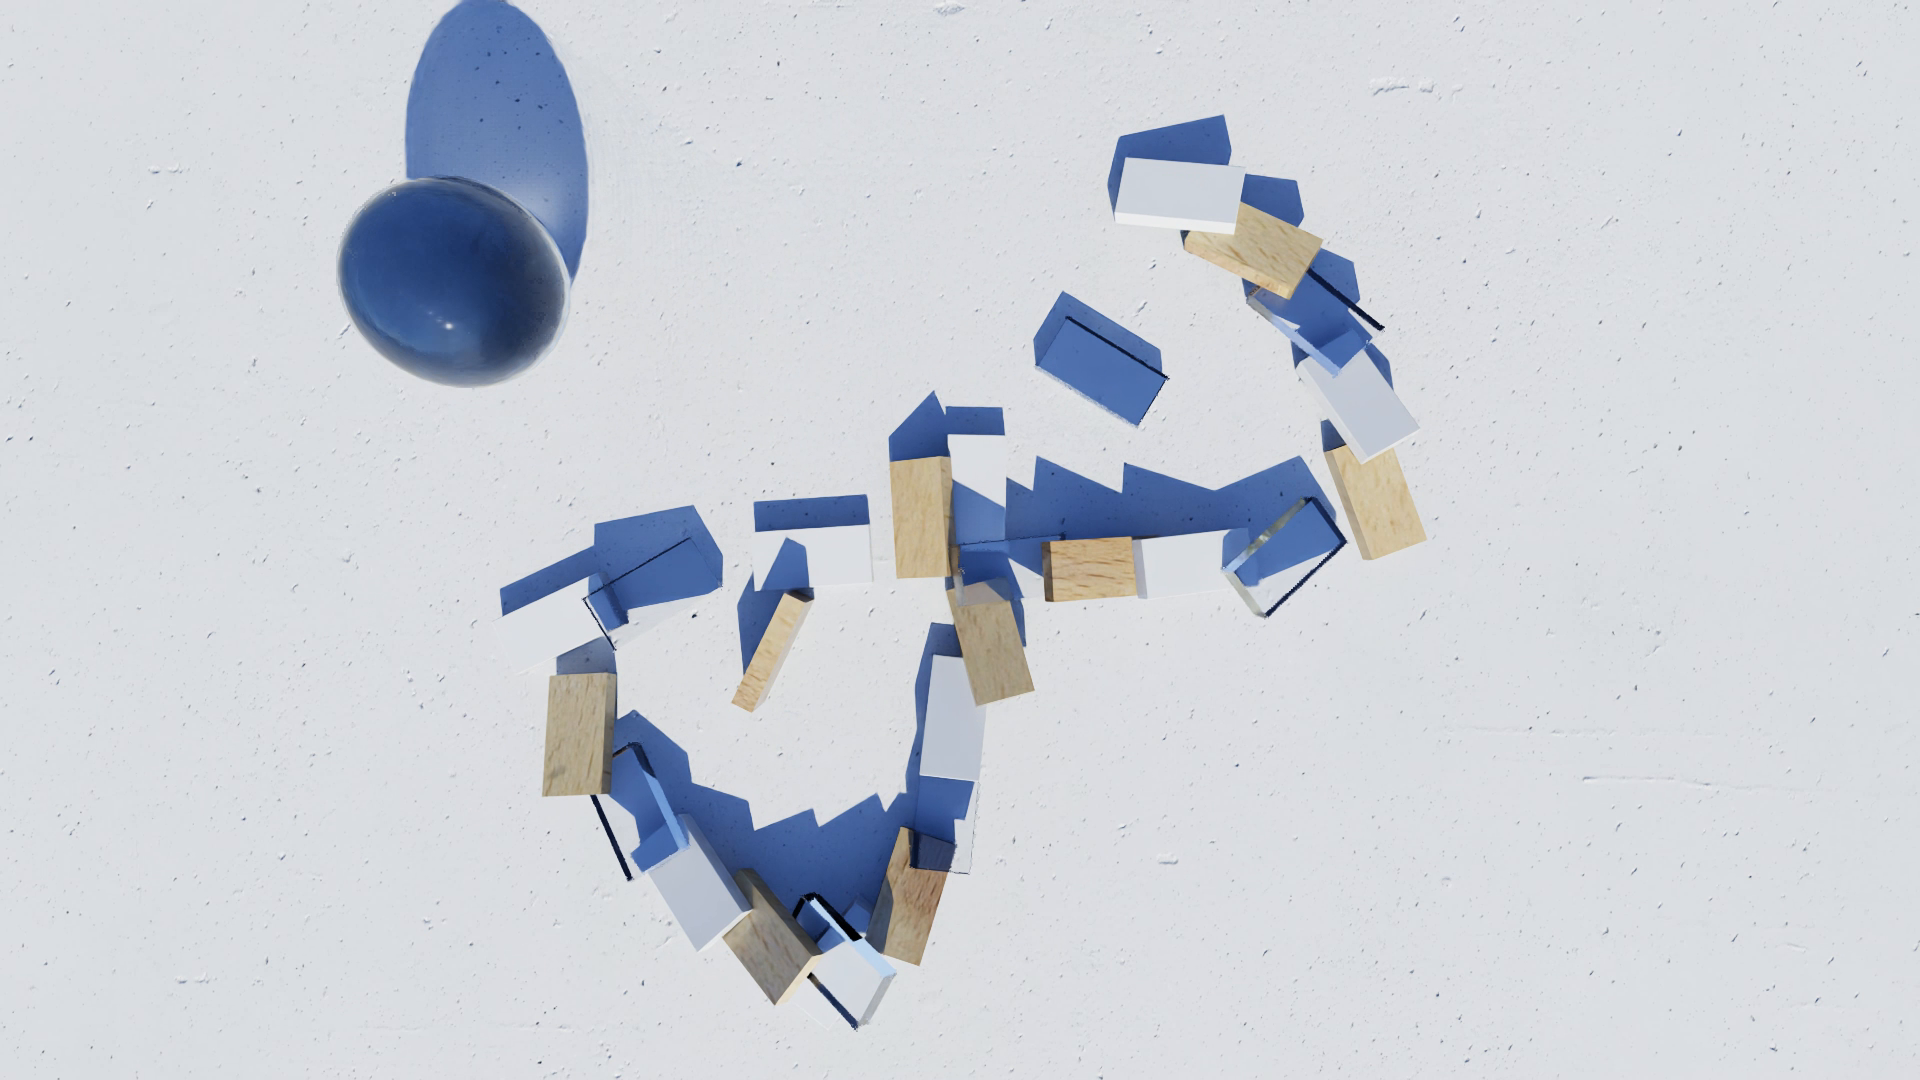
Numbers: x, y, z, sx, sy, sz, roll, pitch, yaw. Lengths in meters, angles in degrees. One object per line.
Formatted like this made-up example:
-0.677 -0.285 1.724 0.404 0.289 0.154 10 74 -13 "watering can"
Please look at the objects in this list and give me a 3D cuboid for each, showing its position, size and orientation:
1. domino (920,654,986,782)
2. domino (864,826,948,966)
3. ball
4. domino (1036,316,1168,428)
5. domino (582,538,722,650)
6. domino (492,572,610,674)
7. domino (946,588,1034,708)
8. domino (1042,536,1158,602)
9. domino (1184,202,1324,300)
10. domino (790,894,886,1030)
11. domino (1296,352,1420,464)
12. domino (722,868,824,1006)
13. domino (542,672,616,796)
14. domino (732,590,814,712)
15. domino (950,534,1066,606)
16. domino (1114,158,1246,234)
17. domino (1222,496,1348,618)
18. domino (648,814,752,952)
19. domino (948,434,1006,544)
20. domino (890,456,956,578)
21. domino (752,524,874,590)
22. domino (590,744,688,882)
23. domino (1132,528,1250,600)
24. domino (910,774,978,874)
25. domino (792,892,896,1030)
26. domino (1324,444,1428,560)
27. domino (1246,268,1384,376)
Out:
-0.002 0.075 0.389 0.025 0.009 0.050 7 76 0 "domino"
-0.021 0.150 0.389 0.025 0.009 0.050 18 75 1 "domino"
-0.196 -0.100 0.360 0.080 0.080 0.080 0 90 0 "ball"
0.061 -0.072 0.395 0.050 0.009 0.025 31 90 0 "domino"
-0.130 0.023 0.390 0.050 0.009 0.025 -32 91 -12 "domino"
-0.172 0.036 0.395 0.050 0.010 0.025 -25 90 0 "domino"
0.012 0.043 0.388 0.025 0.010 0.050 -14 76 -5 "domino"
0.060 0.012 0.388 0.050 0.010 0.025 -3 89 -18 "domino"
0.124 -0.125 0.389 0.050 0.009 0.025 31 89 14 "domino"
-0.050 0.182 0.395 0.025 0.009 0.050 39 90 0 "domino"
0.168 -0.060 0.389 0.025 0.009 0.050 -29 76 0 "domino"
-0.082 0.165 0.384 0.050 0.009 0.025 37 90 29 "domino"
-0.161 0.082 0.389 0.025 0.009 0.050 -3 76 2 "domino"
-0.079 0.046 0.388 0.009 0.025 0.050 26 90 0 "domino"
0.022 0.012 0.385 0.050 0.010 0.025 -6 86 -23 "domino"
0.093 -0.146 0.389 0.050 0.010 0.025 10 85 13 "domino"
0.138 0.007 0.389 0.050 0.009 0.025 -40 98 -11 "domino"
-0.113 0.144 0.387 0.025 0.010 0.050 -42 71 0 "domino"
0.007 -0.020 0.395 0.025 0.010 0.050 1 90 0 "domino"
-0.015 -0.009 0.390 0.025 0.009 0.050 -4 90 29 "domino"
-0.063 0.007 0.395 0.050 0.010 0.025 -4 90 0 "domino"
-0.138 0.115 0.389 0.025 0.009 0.050 -32 74 0 "domino"
0.099 0.010 0.389 0.050 0.009 0.025 -6 90 -15 "domino"
-0.006 0.114 0.389 0.025 0.009 0.050 6 75 0 "domino"
-0.052 0.173 0.379 0.050 0.009 0.025 32 97 31 "domino"
0.179 -0.019 0.395 0.025 0.009 0.050 -20 90 0 "domino"
0.150 -0.096 0.389 0.025 0.010 0.050 -44 75 0 "domino"
